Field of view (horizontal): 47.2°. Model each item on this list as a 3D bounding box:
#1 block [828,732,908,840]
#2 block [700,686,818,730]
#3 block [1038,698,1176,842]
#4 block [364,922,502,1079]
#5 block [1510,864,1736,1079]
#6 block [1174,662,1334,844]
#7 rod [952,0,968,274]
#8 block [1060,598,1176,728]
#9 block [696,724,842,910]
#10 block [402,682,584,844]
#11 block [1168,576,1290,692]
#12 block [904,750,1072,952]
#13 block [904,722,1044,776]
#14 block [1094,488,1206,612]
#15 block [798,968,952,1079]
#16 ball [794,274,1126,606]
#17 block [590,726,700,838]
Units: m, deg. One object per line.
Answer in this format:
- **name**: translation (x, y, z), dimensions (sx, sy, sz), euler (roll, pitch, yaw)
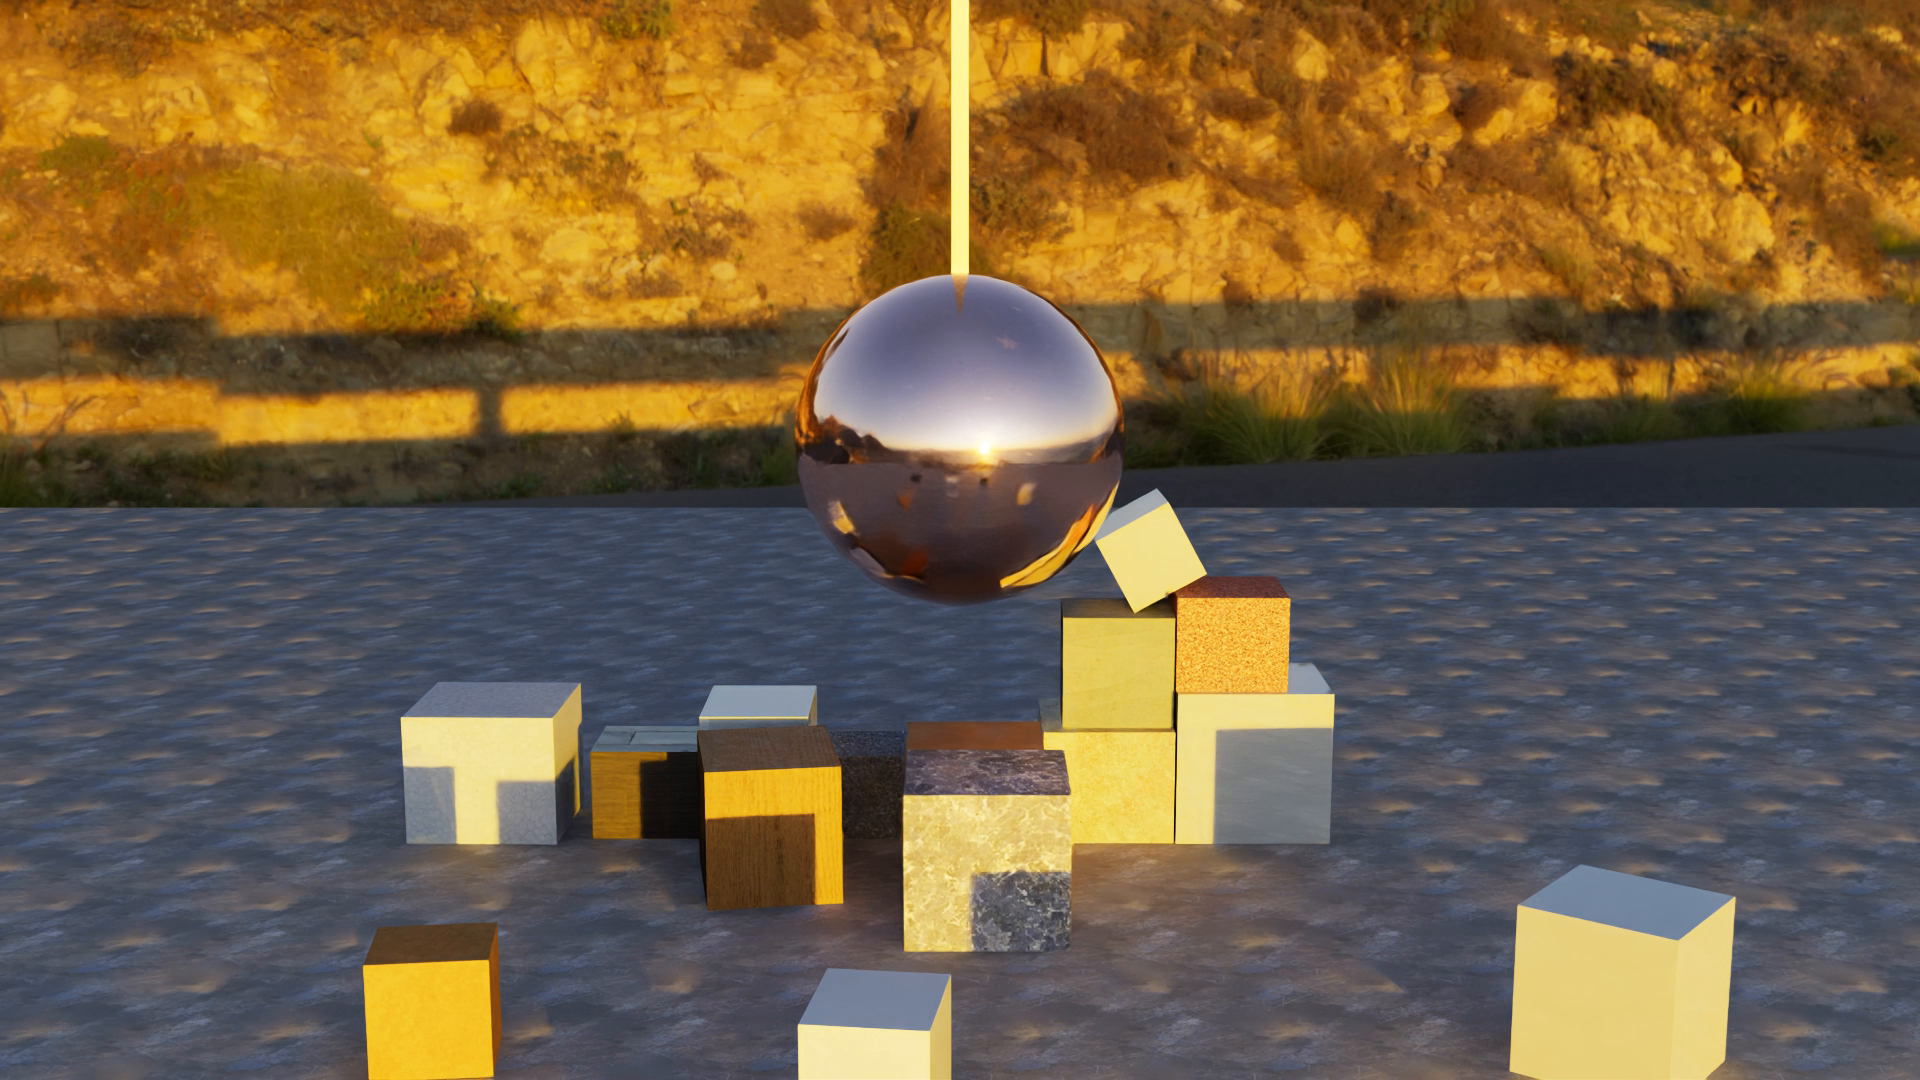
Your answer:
- **block**: translation (-0.505, 1.265, 11.394), dimensions (0.485, 0.434, 0.487), euler (0, 10, 0)
- **block**: translation (-1.031, 1.153, 11.373), dimensions (0.545, 0.662, 0.644), euler (0, 10, 0)
- **block**: translation (0.749, 1.189, 11.414), dimensions (0.663, 0.578, 0.681), euler (0, 10, 0)
- **block**: translation (-2.027, 1.778, 8.488), dimensions (0.460, 0.465, 0.413), euler (-1, 10, -7)
- **block**: translation (2.527, 1.694, 8.390), dimensions (0.614, 0.665, 0.601), euler (8, 13, 37)
- **block**: translation (1.480, 1.093, 11.386), dimensions (0.779, 0.776, 0.681), euler (0, 10, 0)
- **rod**: translation (0.000, -3.864, 10.270), dimensions (0.080, 5.200, 0.080), euler (0, 6, 0)
- **block**: translation (0.803, 0.627, 11.303), dimensions (0.562, 0.567, 0.497), euler (0, 10, 1)
- **block**: translation (-0.916, 1.312, 10.504), dimensions (0.629, 0.660, 0.742), euler (-2, 10, -9)
- **block**: translation (-2.410, 1.147, 11.419), dimensions (0.763, 0.657, 0.734), euler (0, 10, 1)
- **block**: translation (1.367, 0.476, 11.267), dimensions (0.560, 0.480, 0.550), euler (0, 10, 0)
- **block**: translation (0.119, 1.390, 9.922), dimensions (0.729, 0.711, 0.709), euler (0, 11, 0)
- **block**: translation (0.071, 1.286, 10.686), dimensions (0.660, 0.647, 0.693), euler (0, 10, 0)
- **block**: translation (0.955, 0.050, 11.305), dimensions (0.415, 0.420, 0.449), euler (-29, 10, 3)
- **block**: translation (-0.296, 1.875, 7.869), dimensions (0.460, 0.494, 0.531), euler (1, 10, 7)
- **ball**: translation (0.000, -0.481, 10.613), dimensions (1.600, 1.600, 1.600), euler (0, 10, 0)
- **block**: translation (-1.590, 1.251, 11.401), dimensions (0.557, 0.458, 0.494), euler (0, 10, 0)
